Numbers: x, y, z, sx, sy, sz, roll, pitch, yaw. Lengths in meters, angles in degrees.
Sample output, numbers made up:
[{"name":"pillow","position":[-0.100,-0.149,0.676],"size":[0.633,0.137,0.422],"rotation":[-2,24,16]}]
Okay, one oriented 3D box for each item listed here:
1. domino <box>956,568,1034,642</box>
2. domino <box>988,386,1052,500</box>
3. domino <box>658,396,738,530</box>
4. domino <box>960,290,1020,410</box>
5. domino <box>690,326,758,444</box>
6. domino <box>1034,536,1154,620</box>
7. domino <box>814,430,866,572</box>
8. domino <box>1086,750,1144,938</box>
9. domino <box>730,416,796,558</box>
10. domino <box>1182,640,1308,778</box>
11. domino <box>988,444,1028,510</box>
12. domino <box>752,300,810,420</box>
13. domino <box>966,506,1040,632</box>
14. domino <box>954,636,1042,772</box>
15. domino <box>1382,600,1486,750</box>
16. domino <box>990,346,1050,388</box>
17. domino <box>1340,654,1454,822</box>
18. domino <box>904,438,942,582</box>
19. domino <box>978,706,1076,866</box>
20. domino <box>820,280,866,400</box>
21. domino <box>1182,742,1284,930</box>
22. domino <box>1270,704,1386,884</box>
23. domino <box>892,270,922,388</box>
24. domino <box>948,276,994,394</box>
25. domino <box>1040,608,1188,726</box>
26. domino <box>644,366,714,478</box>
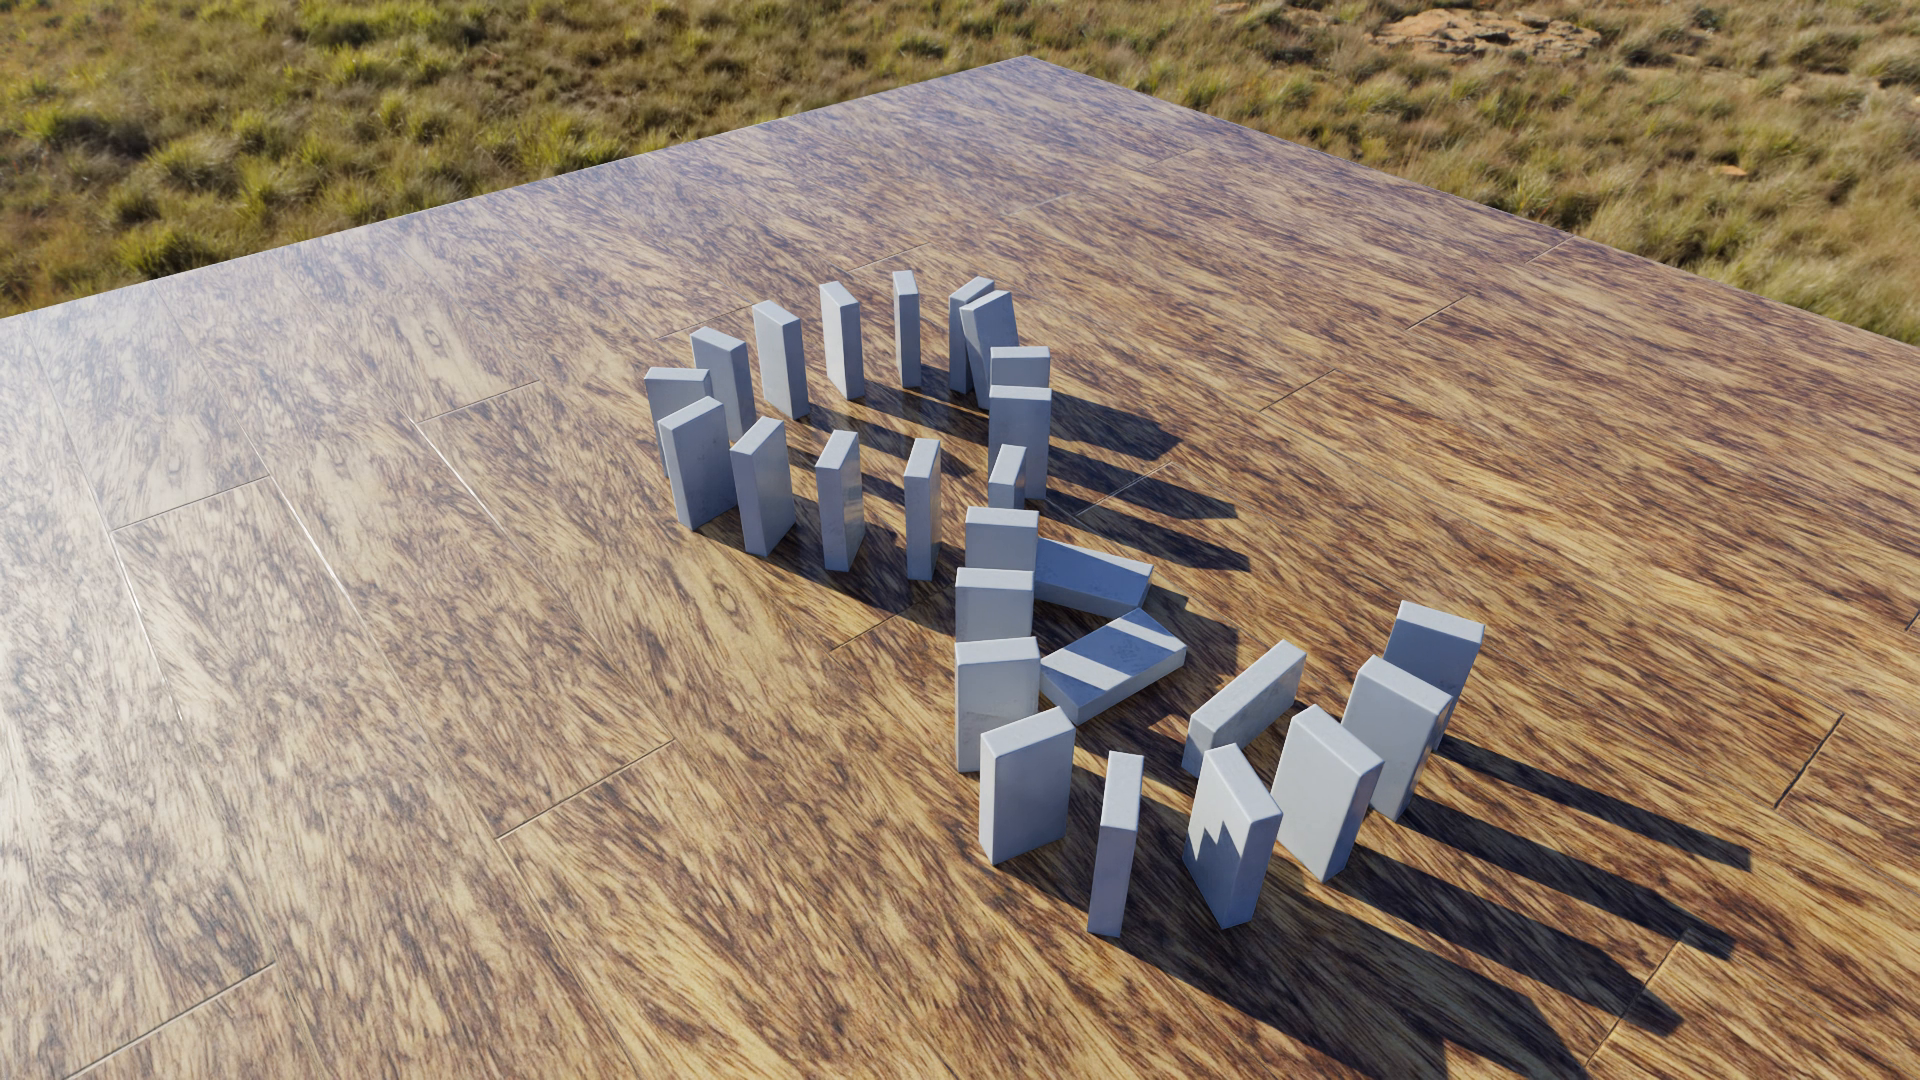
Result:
[{"name":"domino","position":[0.011,0.032,0.372],"size":[0.025,0.050,0.010],"rotation":[3,39,4]},{"name":"domino","position":[0.025,-0.040,0.461],"size":[0.025,0.050,0.010],"rotation":[4,39,5]},{"name":"domino","position":[-0.106,-0.031,0.449],"size":[0.010,0.050,0.025],"rotation":[29,48,31]},{"name":"domino","position":[0.016,-0.090,0.520],"size":[0.010,0.050,0.025],"rotation":[18,41,43]},{"name":"domino","position":[-0.106,-0.069,0.495],"size":[0.025,0.050,0.009],"rotation":[24,45,27]},{"name":"domino","position":[0.047,0.015,0.425],"size":[0.050,0.010,0.025],"rotation":[14,41,17]},{"name":"domino","position":[-0.046,-0.015,0.430],"size":[0.009,0.050,0.025],"rotation":[7,40,9]},{"name":"domino","position":[0.043,0.085,0.307],"size":[0.009,0.050,0.025],"rotation":[7,40,9]},{"name":"domino","position":[-0.078,-0.021,0.437],"size":[0.010,0.050,0.025],"rotation":[14,41,17]},{"name":"domino","position":[0.094,0.056,0.363],"size":[0.050,0.025,0.009],"rotation":[-30,48,-32]},{"name":"domino","position":[0.018,-0.009,0.422],"size":[0.010,0.050,0.025],"rotation":[8,40,10]},{"name":"domino","position":[-0.083,-0.084,0.514],"size":[0.009,0.050,0.025],"rotation":[-29,47,-31]},{"name":"domino","position":[0.015,0.011,0.398],"size":[0.025,0.050,0.010],"rotation":[4,40,5]},{"name":"domino","position":[0.011,0.053,0.347],"size":[0.025,0.050,0.010],"rotation":[-4,39,-5]},{"name":"domino","position":[0.149,0.045,0.357],"size":[0.025,0.050,0.010],"rotation":[18,43,21]},{"name":"domino","position":[0.026,-0.061,0.486],"size":[0.025,0.050,0.009],"rotation":[-1,39,-1]},{"name":"domino","position":[0.130,0.061,0.337],"size":[0.025,0.050,0.009],"rotation":[31,48,32]},{"name":"domino","position":[-0.014,-0.011,0.425],"size":[0.010,0.050,0.025],"rotation":[5,40,7]},{"name":"domino","position":[0.019,0.073,0.323],"size":[0.025,0.050,0.009],"rotation":[-16,42,-19]},{"name":"domino","position":[-0.056,-0.095,0.528],"size":[0.010,0.050,0.025],"rotation":[-18,43,-21]},{"name":"domino","position":[0.076,0.084,0.309],"size":[0.009,0.050,0.025],"rotation":[-12,41,-14]},{"name":"domino","position":[0.105,0.074,0.321],"size":[0.010,0.050,0.025],"rotation":[-23,44,-25]},{"name":"domino","position":[-0.026,-0.103,0.537],"size":[0.009,0.050,0.025],"rotation":[-6,40,-7]},{"name":"domino","position":[0.006,-0.099,0.532],"size":[0.009,0.050,0.025],"rotation":[23,44,25]},{"name":"domino","position":[0.053,0.044,0.390],"size":[0.050,0.010,0.025],"rotation":[-24,45,-27]},{"name":"domino","position":[-0.117,-0.049,0.472],"size":[0.025,0.050,0.010],"rotation":[3,39,4]}]
